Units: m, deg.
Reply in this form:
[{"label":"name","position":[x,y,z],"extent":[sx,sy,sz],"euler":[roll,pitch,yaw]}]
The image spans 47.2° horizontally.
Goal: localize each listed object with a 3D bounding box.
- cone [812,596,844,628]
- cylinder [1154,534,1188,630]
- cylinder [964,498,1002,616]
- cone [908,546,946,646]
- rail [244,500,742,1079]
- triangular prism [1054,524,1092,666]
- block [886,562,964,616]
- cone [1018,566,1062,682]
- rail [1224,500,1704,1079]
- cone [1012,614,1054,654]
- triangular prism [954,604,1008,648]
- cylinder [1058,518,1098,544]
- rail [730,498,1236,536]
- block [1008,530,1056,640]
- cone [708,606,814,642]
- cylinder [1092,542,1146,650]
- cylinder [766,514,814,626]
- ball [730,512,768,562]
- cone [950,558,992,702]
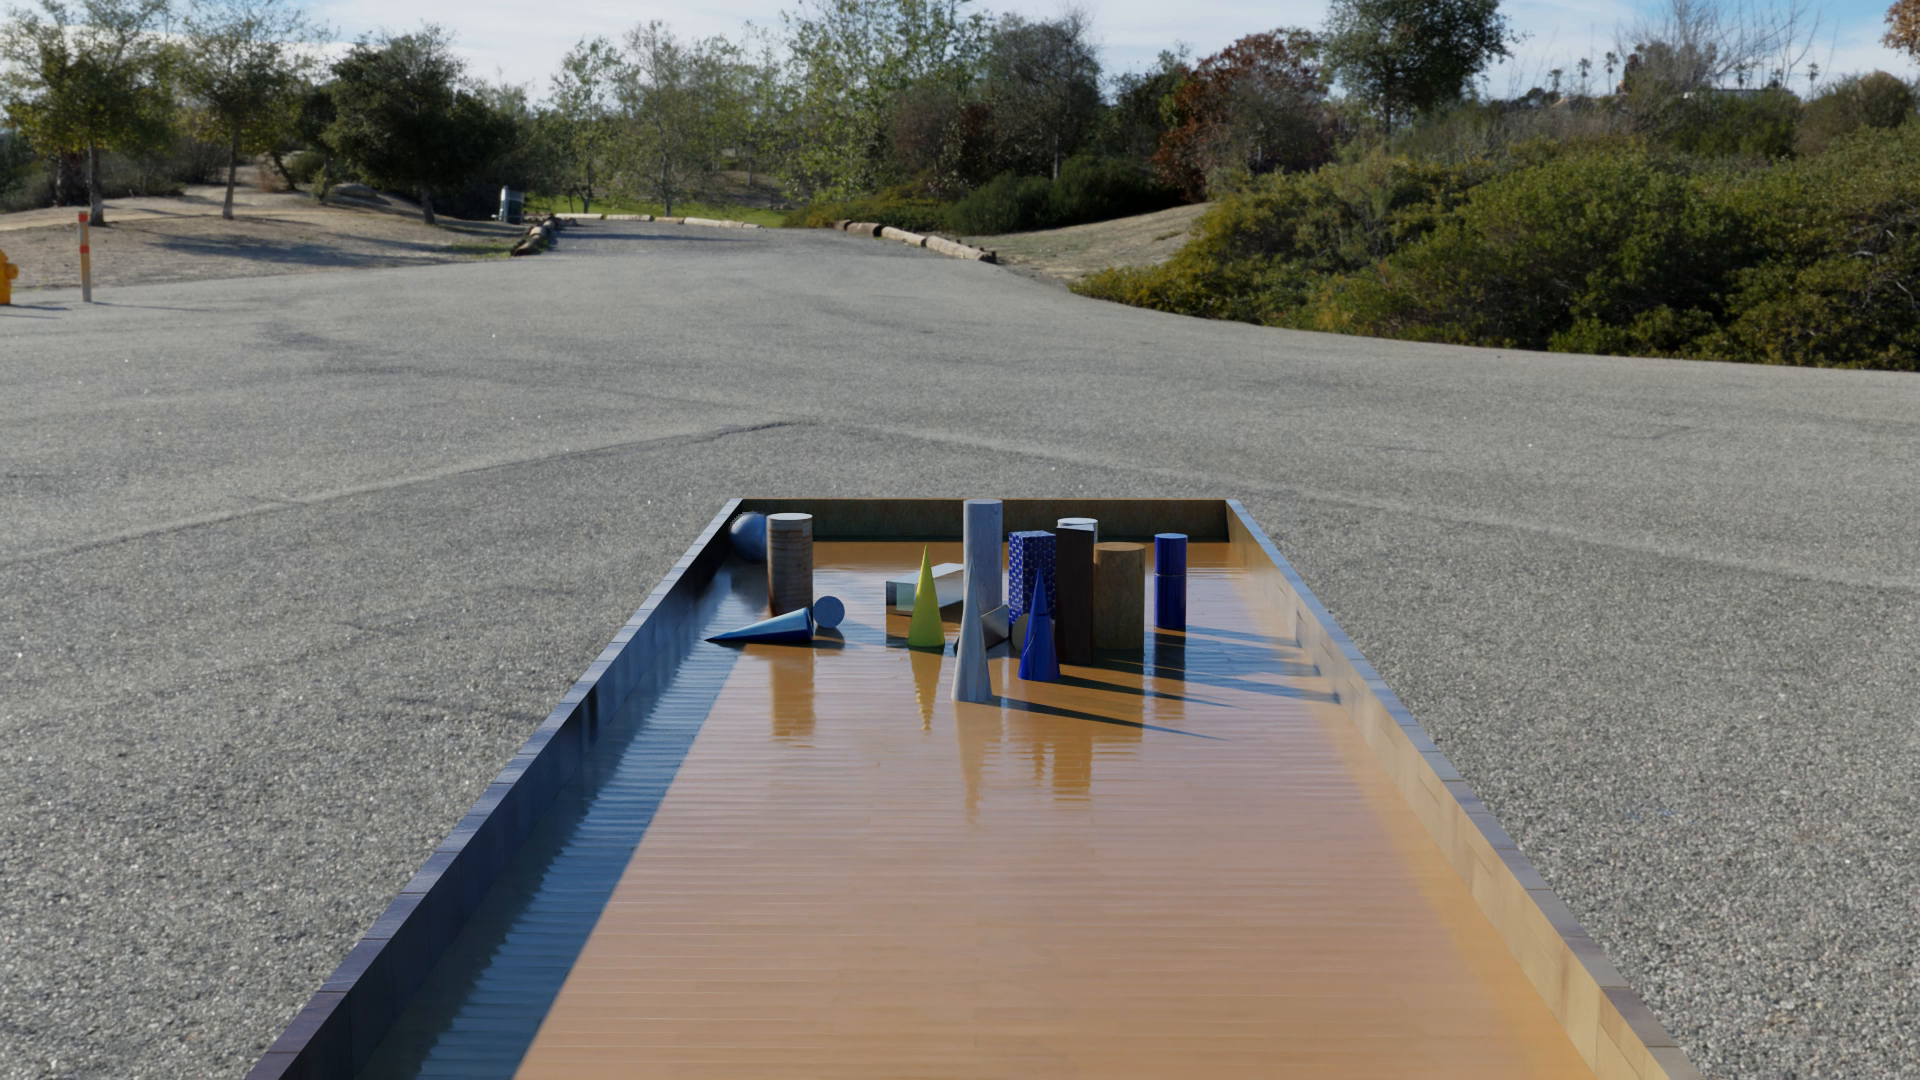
[{"label":"cone","position":[-0.454,0.233,7.370],"extent":[0.106,0.106,0.361],"euler":[-1,1,-8]},{"label":"cylinder","position":[0.689,0.135,7.198],"extent":[0.106,0.301,0.106],"euler":[0,9,0]},{"label":"cylinder","position":[0.075,0.077,7.213],"extent":[0.128,0.411,0.128],"euler":[0,9,0]},{"label":"cone","position":[-0.106,0.165,6.937],"extent":[0.121,0.323,0.121],"euler":[0,9,0]},{"label":"rail","position":[-1.004,0.839,3.234],"extent":[0.050,0.150,12.000],"euler":[0,9,1]},{"label":"triangular prism","position":[0.371,0.163,6.664],"extent":[0.128,0.413,0.111],"euler":[6,11,32]},{"label":"block","position":[-0.100,0.169,7.586],"extent":[0.112,0.112,0.421],"euler":[5,10,28]},{"label":"cone","position":[0.234,0.232,6.450],"extent":[0.129,0.343,0.129],"euler":[0,9,0]},{"label":"rail","position":[1.046,0.843,3.208],"extent":[0.050,0.150,12.000],"euler":[0,9,1]},{"label":"cone","position":[0.347,0.297,6.927],"extent":[0.132,0.132,0.432],"euler":[7,3,39]},{"label":"triangular prism","position":[0.087,0.275,6.990],"extent":[0.098,0.085,0.338],"euler":[4,10,21]},{"label":"cylinder","position":[0.384,0.110,7.193],"extent":[0.130,0.350,0.130],"euler":[0,9,0]},{"label":"rail","position":[0.099,-0.098,9.147],"extent":[2.100,0.150,0.050],"euler":[0,9,1]},{"label":"block","position":[0.229,0.151,6.953],"extent":[0.115,0.345,0.115],"euler":[-3,10,-21]},{"label":"cone","position":[-0.647,0.293,6.985],"extent":[0.345,0.111,0.111],"euler":[-9,9,4]},{"label":"cylinder","position":[0.493,0.174,6.918],"extent":[0.175,0.311,0.175],"euler":[0,9,0]},{"label":"cylinder","position":[-0.556,0.102,7.202],"extent":[0.149,0.363,0.149],"euler":[0,9,0]},{"label":"ball","position":[-0.793,-0.010,8.466],"extent":[0.189,0.189,0.189],"euler":[0,9,0]},{"label":"cone","position":[0.033,0.239,6.175],"extent":[0.118,0.415,0.118],"euler":[0,9,0]}]
